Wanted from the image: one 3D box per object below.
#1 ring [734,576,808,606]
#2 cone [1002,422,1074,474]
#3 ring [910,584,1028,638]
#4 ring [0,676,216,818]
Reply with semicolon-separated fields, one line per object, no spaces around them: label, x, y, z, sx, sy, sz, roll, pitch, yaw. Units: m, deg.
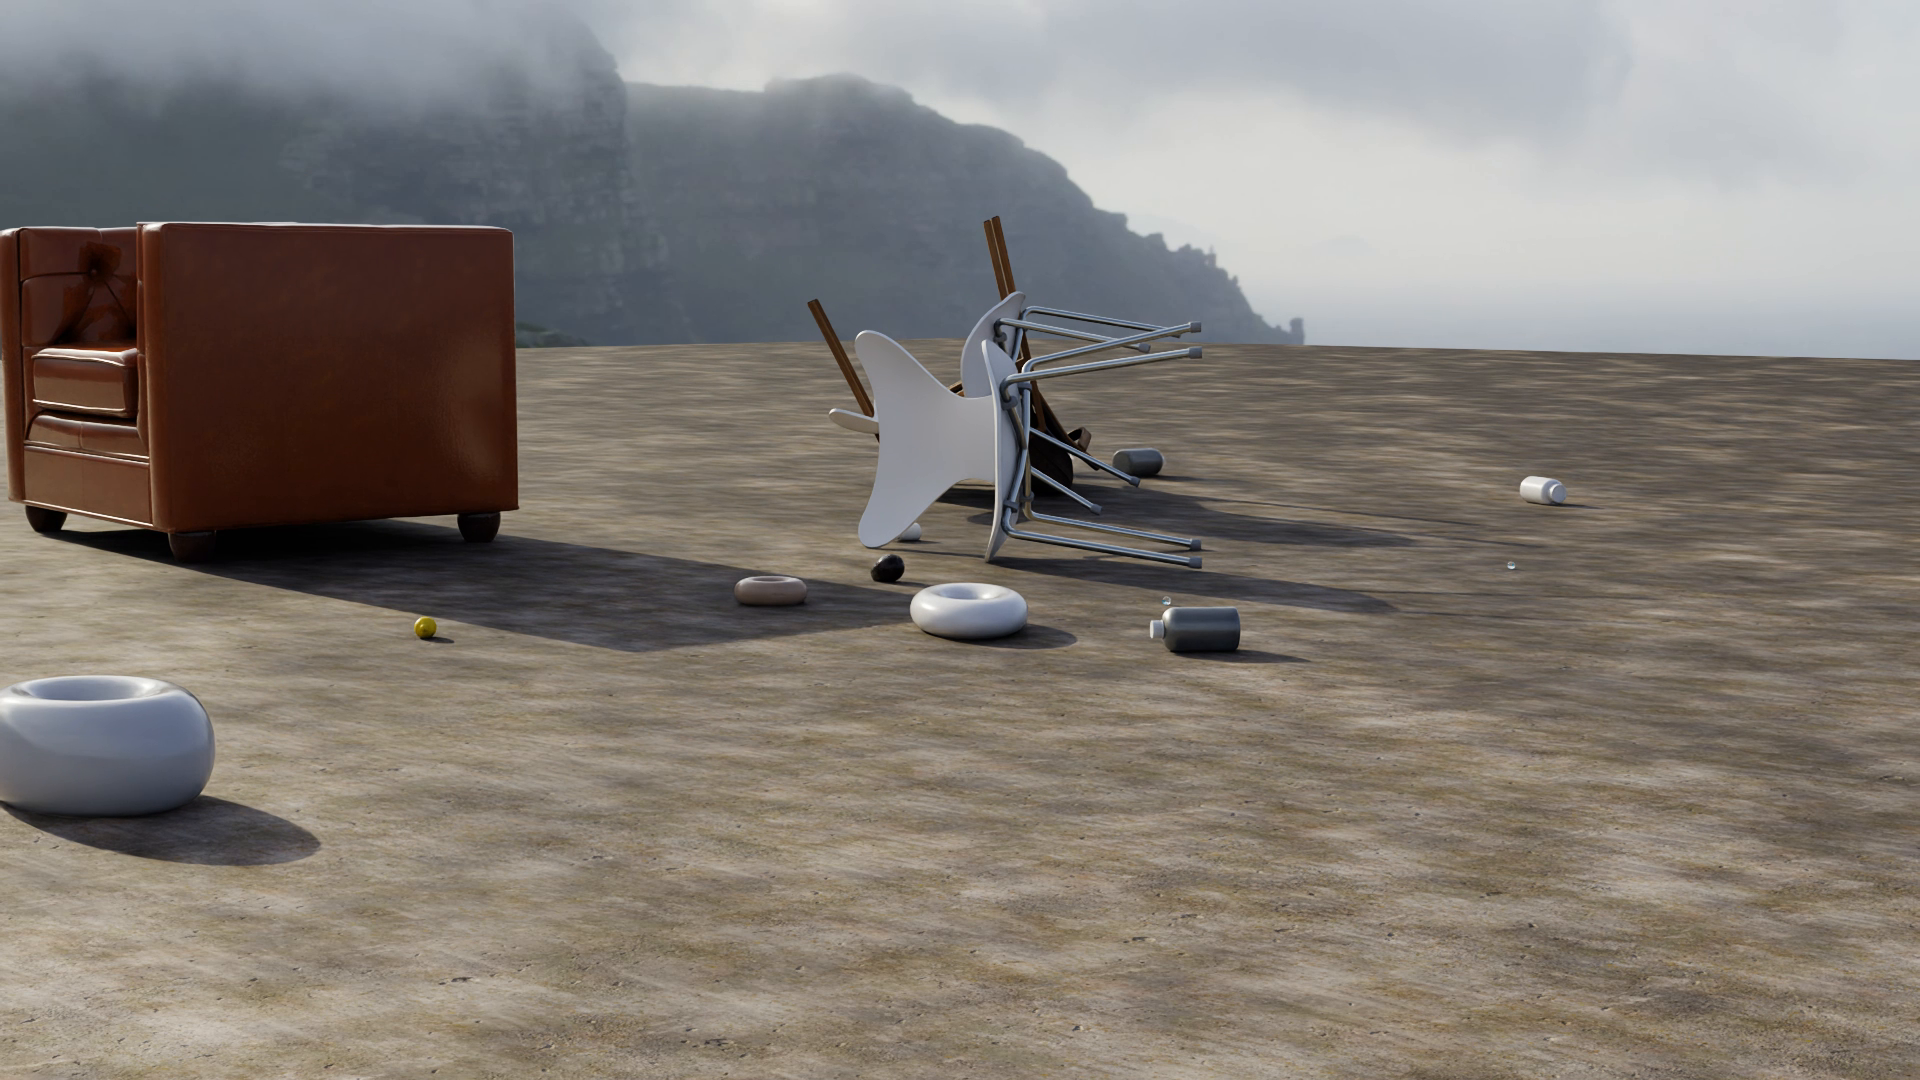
ring;-0.381;0.103;5.175;0.149;0.049;0.125;-1;7;-17
cone;0.224;-0.279;8.716;0.181;0.173;0.322;0;-10;-31
ring;0.017;0.131;4.794;0.218;0.072;0.358;-2;7;-9
ring;-1.089;0.257;3.225;0.386;0.144;0.244;3;8;40
